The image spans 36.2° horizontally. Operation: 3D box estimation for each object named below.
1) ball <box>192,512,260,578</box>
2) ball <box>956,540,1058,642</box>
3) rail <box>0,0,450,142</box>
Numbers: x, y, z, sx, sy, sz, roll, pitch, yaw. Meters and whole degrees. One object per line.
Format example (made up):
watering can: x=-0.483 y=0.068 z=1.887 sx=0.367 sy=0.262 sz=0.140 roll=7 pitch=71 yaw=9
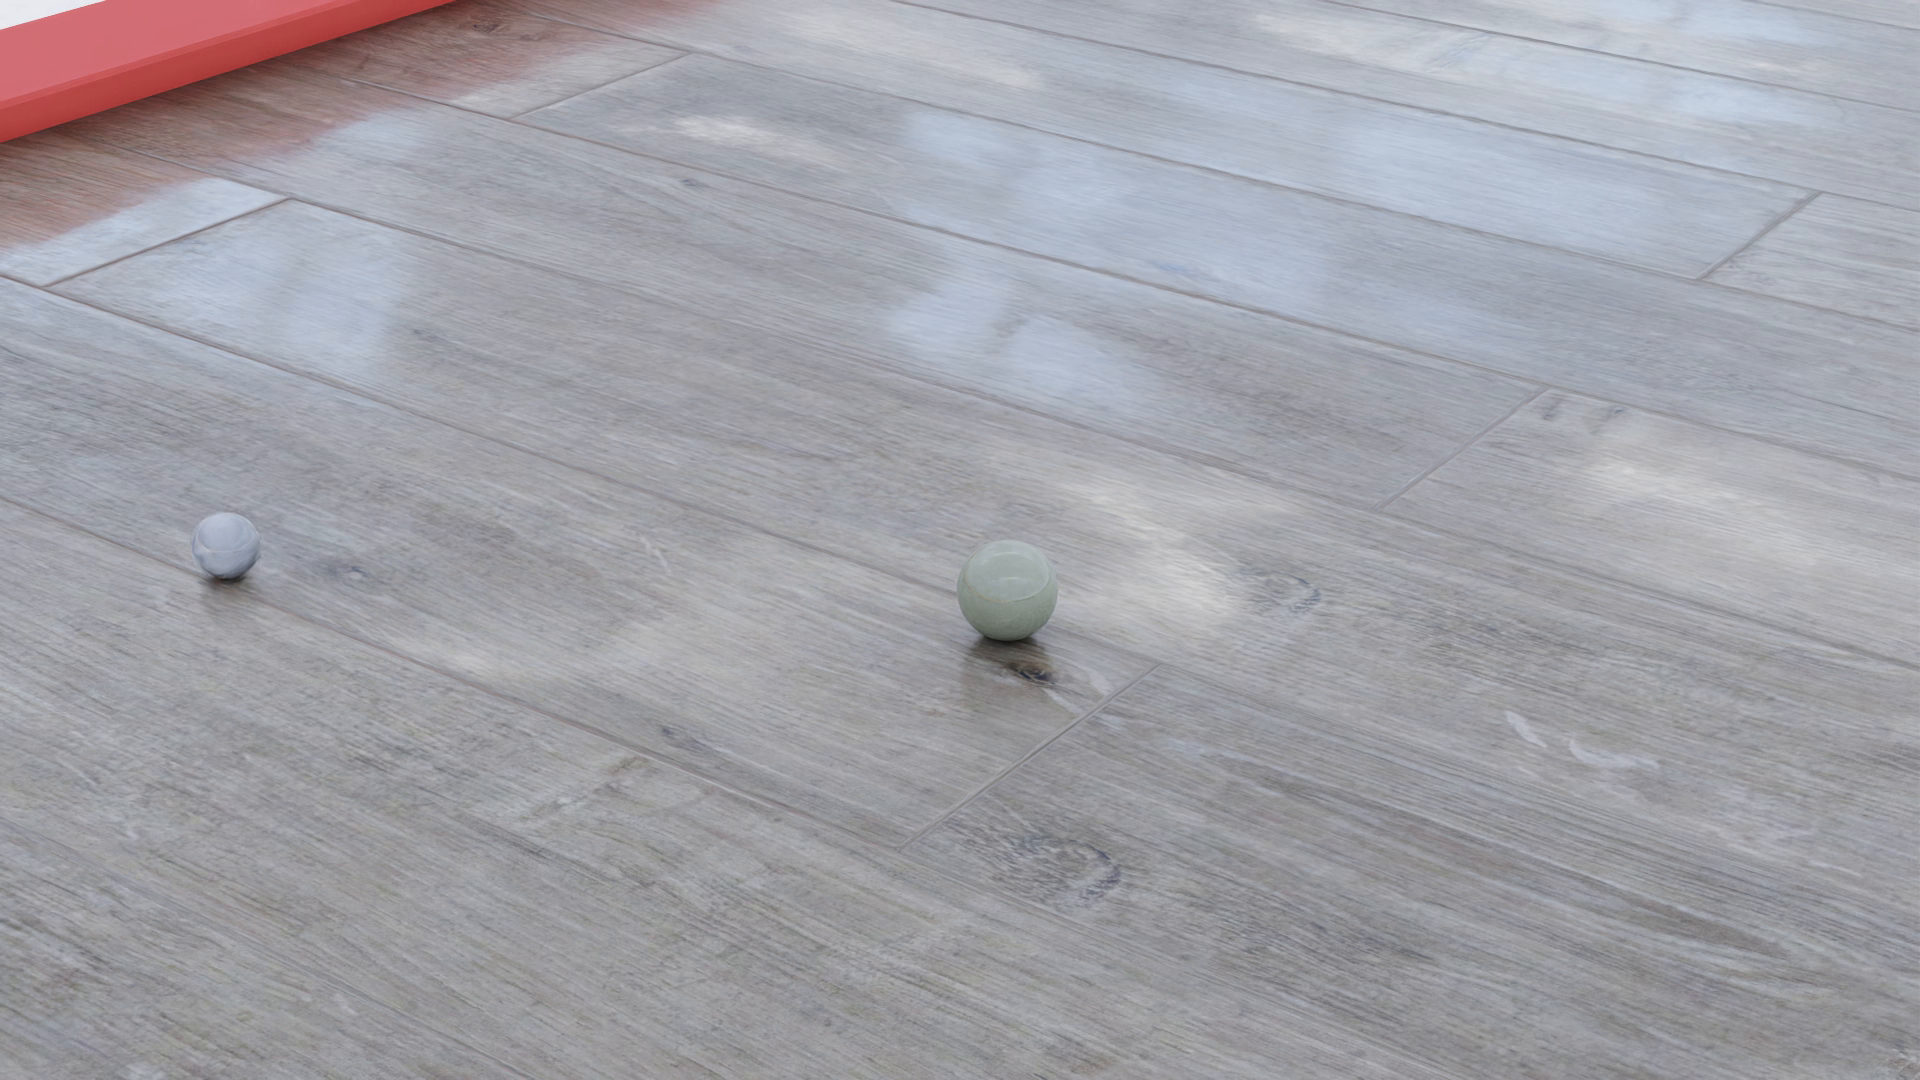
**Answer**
ball: x=-0.443 y=0.003 z=1.778 sx=0.040 sy=0.040 sz=0.040 roll=0 pitch=26 yaw=0
ball: x=0.028 y=0.029 z=1.704 sx=0.059 sy=0.059 sz=0.059 roll=0 pitch=26 yaw=0
rail: x=-0.325 y=-0.668 z=3.077 sx=0.045 sy=0.094 sz=3.978 roll=18 pitch=31 yaw=32
